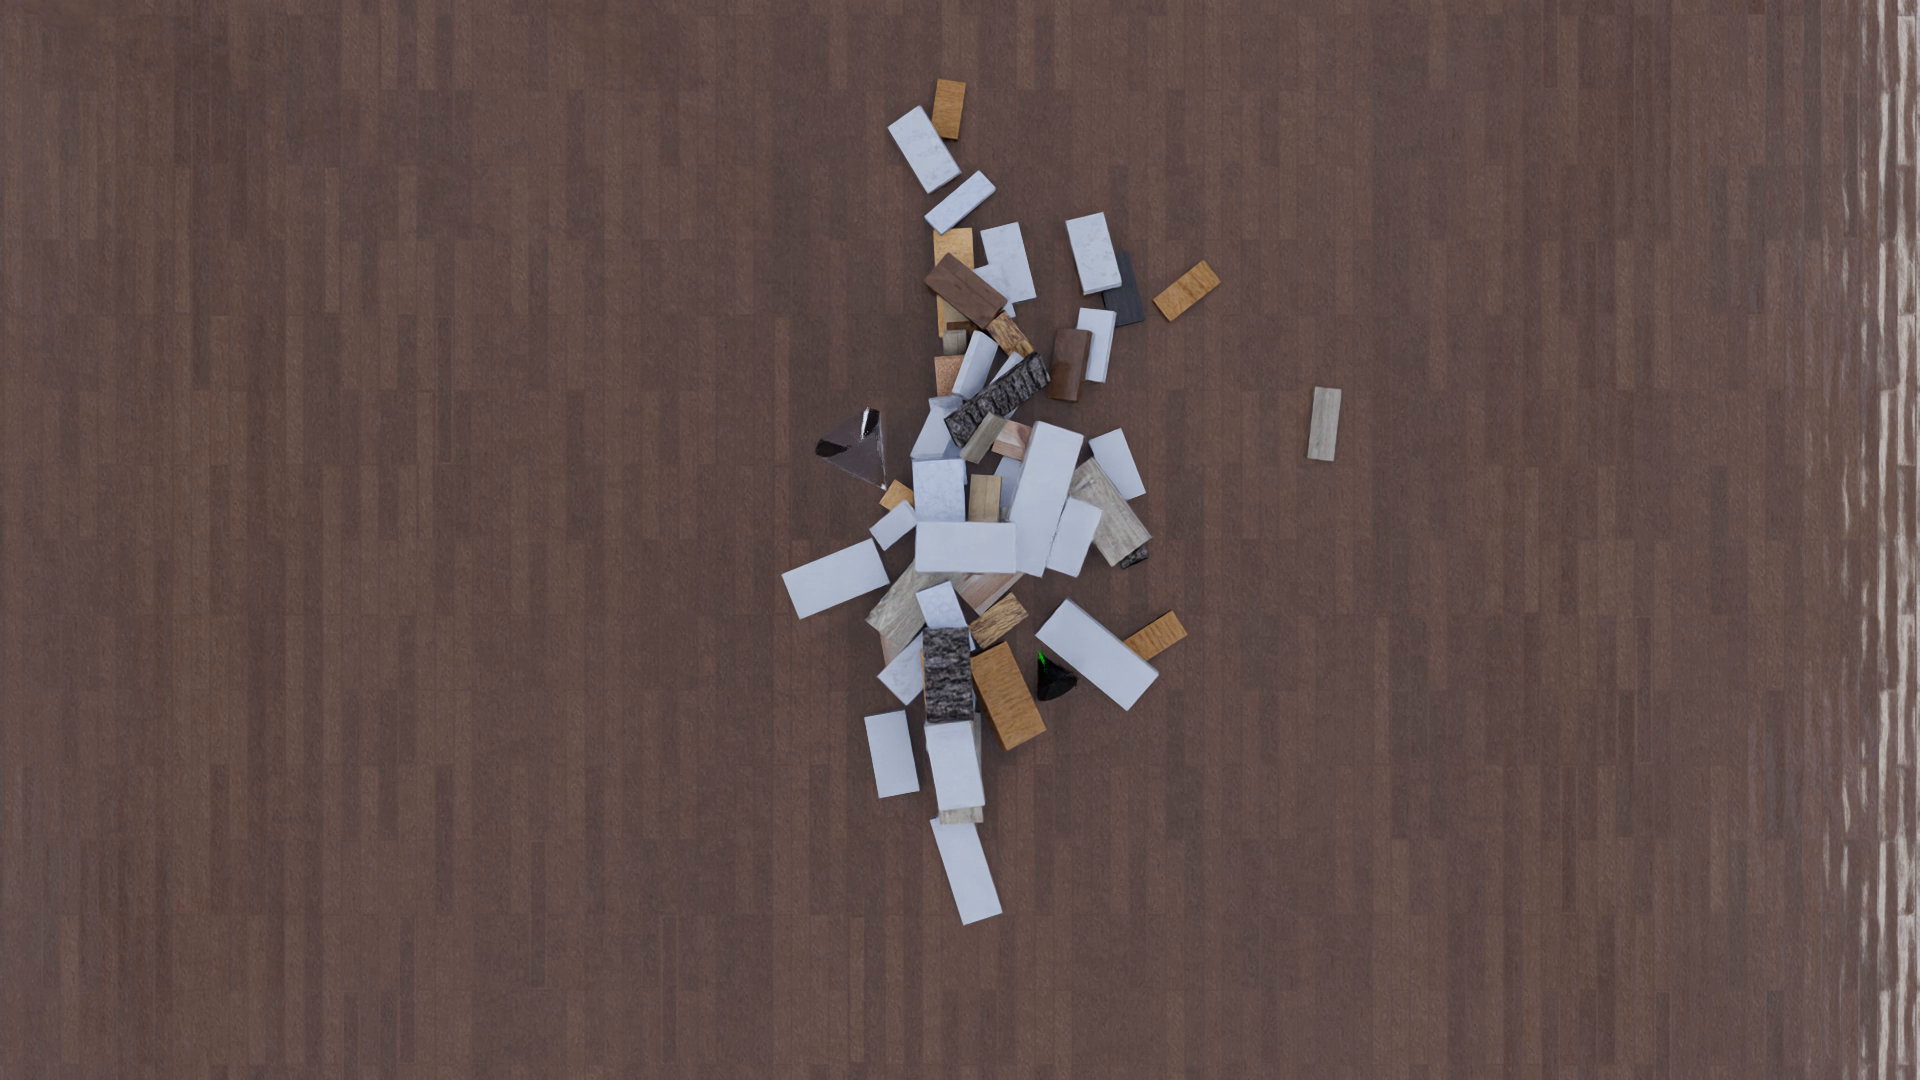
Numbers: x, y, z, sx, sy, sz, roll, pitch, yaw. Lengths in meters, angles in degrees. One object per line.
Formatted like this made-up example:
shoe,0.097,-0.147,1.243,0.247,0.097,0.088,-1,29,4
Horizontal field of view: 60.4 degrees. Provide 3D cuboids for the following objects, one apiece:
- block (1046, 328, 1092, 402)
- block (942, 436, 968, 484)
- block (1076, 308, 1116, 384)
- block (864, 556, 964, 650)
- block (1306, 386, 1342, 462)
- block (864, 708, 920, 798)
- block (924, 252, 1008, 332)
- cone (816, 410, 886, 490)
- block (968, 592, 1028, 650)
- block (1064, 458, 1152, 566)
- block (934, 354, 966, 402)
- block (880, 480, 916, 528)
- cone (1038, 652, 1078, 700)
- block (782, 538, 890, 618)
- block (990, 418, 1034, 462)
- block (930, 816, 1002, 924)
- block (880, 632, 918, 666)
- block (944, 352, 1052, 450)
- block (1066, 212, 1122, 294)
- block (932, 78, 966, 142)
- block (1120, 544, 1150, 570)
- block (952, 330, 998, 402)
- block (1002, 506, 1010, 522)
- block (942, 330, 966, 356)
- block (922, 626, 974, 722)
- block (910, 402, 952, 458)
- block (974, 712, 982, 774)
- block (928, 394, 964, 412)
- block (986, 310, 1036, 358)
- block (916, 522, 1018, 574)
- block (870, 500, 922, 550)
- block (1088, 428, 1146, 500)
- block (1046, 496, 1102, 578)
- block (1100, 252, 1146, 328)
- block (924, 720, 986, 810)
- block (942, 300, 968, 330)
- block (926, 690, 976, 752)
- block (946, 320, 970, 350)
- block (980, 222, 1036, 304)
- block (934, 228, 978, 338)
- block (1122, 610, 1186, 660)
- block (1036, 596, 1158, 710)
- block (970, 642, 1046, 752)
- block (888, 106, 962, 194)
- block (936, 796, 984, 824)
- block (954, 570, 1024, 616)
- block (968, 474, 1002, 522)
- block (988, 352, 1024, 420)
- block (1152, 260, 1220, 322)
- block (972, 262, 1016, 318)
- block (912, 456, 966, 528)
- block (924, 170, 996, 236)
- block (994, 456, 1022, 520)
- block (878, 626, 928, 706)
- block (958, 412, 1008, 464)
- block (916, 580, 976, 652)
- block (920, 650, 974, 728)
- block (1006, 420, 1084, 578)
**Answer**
block,0.361,-0.579,5.453,0.117,0.033,0.234,9,90,34
block,-0.031,-0.275,5.450,0.095,0.027,0.191,-5,107,1
block,0.439,-0.645,5.462,0.117,0.033,0.234,10,90,22
block,-0.150,0.186,5.426,0.161,0.046,0.322,39,93,-7
block,1.210,-0.385,5.488,0.088,0.025,0.239,6,90,0
block,-0.225,0.709,5.481,0.136,0.039,0.272,-10,90,0
block,0.019,-0.815,5.413,0.255,0.036,0.127,40,89,8
cone,-0.307,-0.257,5.444,0.248,0.248,0.248,-33,117,0
block,0.124,0.269,5.486,0.192,0.027,0.096,-37,90,0
block,0.471,-0.093,5.447,0.164,0.047,0.329,-37,85,11
block,-0.021,-0.500,5.442,0.108,0.031,0.217,-5,114,0
block,-0.163,-0.109,5.486,0.191,0.027,0.095,34,90,0
cone,0.292,0.432,5.467,0.146,0.146,0.146,-27,63,0
block,-0.411,0.128,5.477,0.322,0.046,0.161,-22,90,0
block,0.225,-0.316,5.458,0.231,0.033,0.116,17,92,-12
block,0.020,1.081,5.481,0.136,0.039,0.365,-18,90,0
block,-0.197,0.349,5.483,0.121,0.034,0.241,-10,90,0
block,0.124,-0.458,5.393,0.389,0.033,0.116,-38,130,-14
block,0.441,-0.947,5.452,0.127,0.036,0.255,-13,76,0
block,-0.040,-1.431,5.487,0.095,0.027,0.189,9,90,0
block,0.547,-0.009,5.486,0.096,0.027,0.192,-24,90,0
block,0.051,-0.564,5.403,0.031,0.108,0.217,15,82,37
block,0.186,-0.008,5.440,0.101,0.029,0.202,2,90,0
block,-0.016,-0.623,5.437,0.076,0.022,0.152,-3,132,-1
block,-0.039,0.432,5.290,0.149,0.042,0.299,-3,71,-1
block,-0.081,-0.343,5.401,0.095,0.027,0.191,24,105,-8
block,-0.001,0.713,5.480,0.142,0.040,0.283,0,90,0
block,-0.030,-0.369,5.452,0.108,0.031,0.217,-10,107,2
block,0.164,-0.671,5.451,0.084,0.024,0.167,-36,111,12
block,0.021,0.025,5.339,0.323,0.046,0.162,1,82,10
block,-0.214,-0.048,5.438,0.176,0.025,0.088,-38,84,33
block,0.521,-0.243,5.484,0.116,0.033,0.231,-21,90,0
block,0.370,-0.009,5.414,0.121,0.034,0.241,19,99,-7
block,0.529,-0.831,5.483,0.117,0.033,0.234,-14,90,0
block,-0.016,0.722,5.331,0.149,0.042,0.299,-8,106,6
block,-0.012,-0.752,5.452,0.084,0.024,0.167,-4,90,0
block,-0.023,0.563,5.441,0.142,0.040,0.284,7,76,2
block,-0.003,-0.651,5.441,0.076,0.022,0.152,-4,132,0
block,0.160,-0.914,5.482,0.128,0.036,0.257,-14,90,0
block,-0.015,-0.853,5.482,0.128,0.036,0.356,-3,90,0
block,0.649,0.325,5.486,0.192,0.027,0.096,-33,90,0
block,0.454,0.376,5.461,0.394,0.046,0.162,39,102,0
block,0.145,0.515,5.445,0.162,0.046,0.323,-24,90,-25
block,-0.117,-1.293,5.465,0.128,0.036,0.256,-31,90,15
block,-0.008,0.790,5.395,0.142,0.040,0.283,-5,107,6
block,0.127,0.079,5.477,0.329,0.047,0.164,-44,90,0
block,0.081,-0.113,5.453,0.101,0.029,0.202,4,85,12
block,0.140,-0.470,5.444,0.127,0.036,0.284,36,90,-42
block,0.753,-0.827,5.487,0.215,0.027,0.094,-38,90,0
block,0.111,-0.814,5.449,0.095,0.027,0.189,-18,92,4
block,-0.067,-0.107,5.428,0.164,0.047,0.328,-4,105,-4
block,0.001,-1.116,5.468,0.241,0.024,0.084,-41,81,-7
block,0.148,-0.174,5.486,0.101,0.029,0.202,26,90,0
block,-0.129,0.403,5.433,0.136,0.039,0.272,45,80,4
block,0.077,-0.333,5.390,0.025,0.088,0.176,44,106,31
block,-0.047,0.264,5.394,0.121,0.034,0.241,-21,94,-1
block,-0.042,0.499,5.370,0.149,0.042,0.299,-5,93,-1
block,0.257,-0.133,5.400,0.161,0.046,0.487,17,88,-11
